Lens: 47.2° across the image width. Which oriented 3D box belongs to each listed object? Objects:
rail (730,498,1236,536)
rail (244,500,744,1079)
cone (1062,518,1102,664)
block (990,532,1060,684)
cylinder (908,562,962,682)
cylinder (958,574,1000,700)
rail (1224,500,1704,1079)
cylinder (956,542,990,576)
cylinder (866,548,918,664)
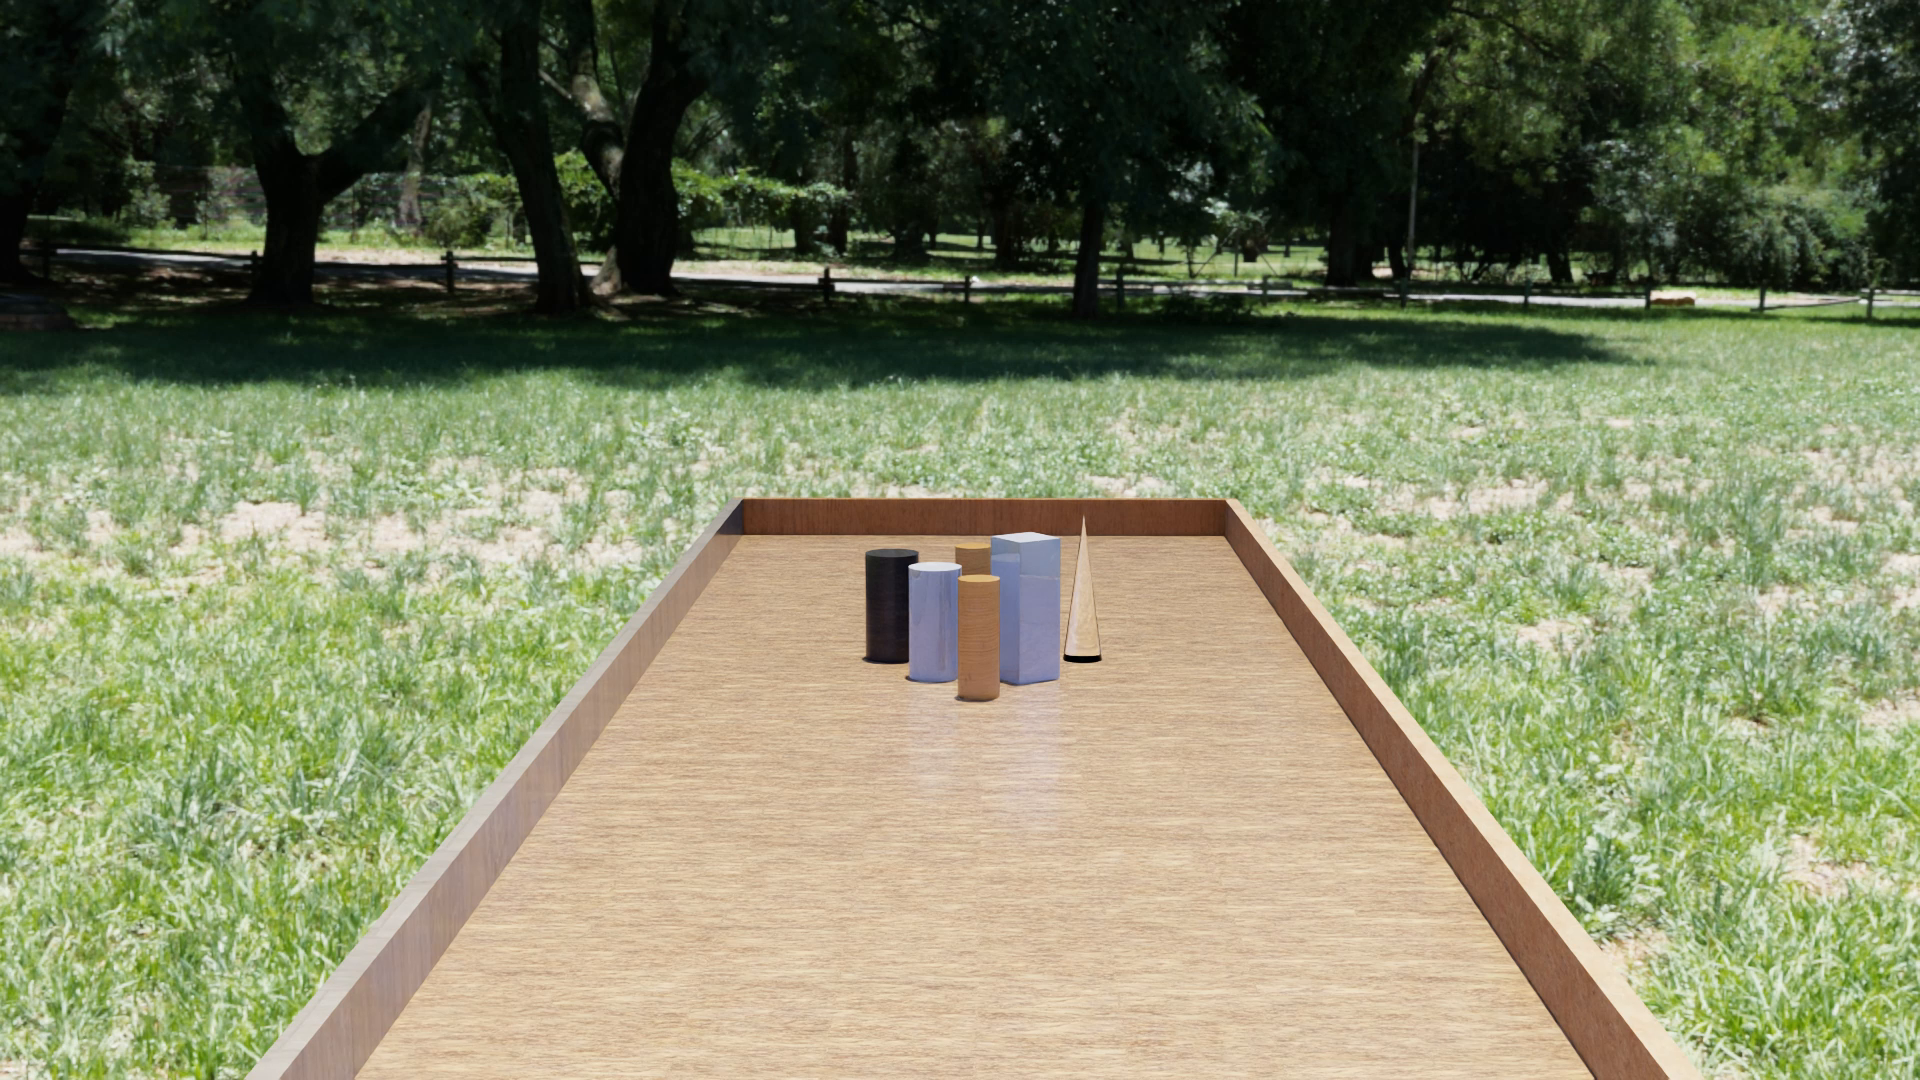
[{"bbox_3d":[0.099,-0.098,9.147,2.100,0.150,0.050,0,9,1],"label":"rail"},{"bbox_3d":[-1.004,0.839,3.234,0.050,0.150,12.000,0,9,1],"label":"rail"},{"bbox_3d":[0.374,0.143,6.680,0.120,0.447,0.120,0,9,0],"label":"cone"},{"bbox_3d":[0.191,0.197,6.434,0.146,0.416,0.146,-6,11,-34],"label":"block"},{"bbox_3d":[-0.073,0.239,6.453,0.156,0.328,0.156,0,9,0],"label":"cylinder"},{"bbox_3d":[0.053,0.275,6.197,0.119,0.338,0.119,0,9,0],"label":"cylinder"},{"bbox_3d":[1.046,0.843,3.208,0.050,0.150,12.000,0,9,1],"label":"rail"},{"bbox_3d":[0.041,0.190,6.700,0.111,0.349,0.111,0,9,0],"label":"cylinder"},{"bbox_3d":[-0.207,0.199,6.714,0.164,0.325,0.164,0,9,0],"label":"cylinder"}]
